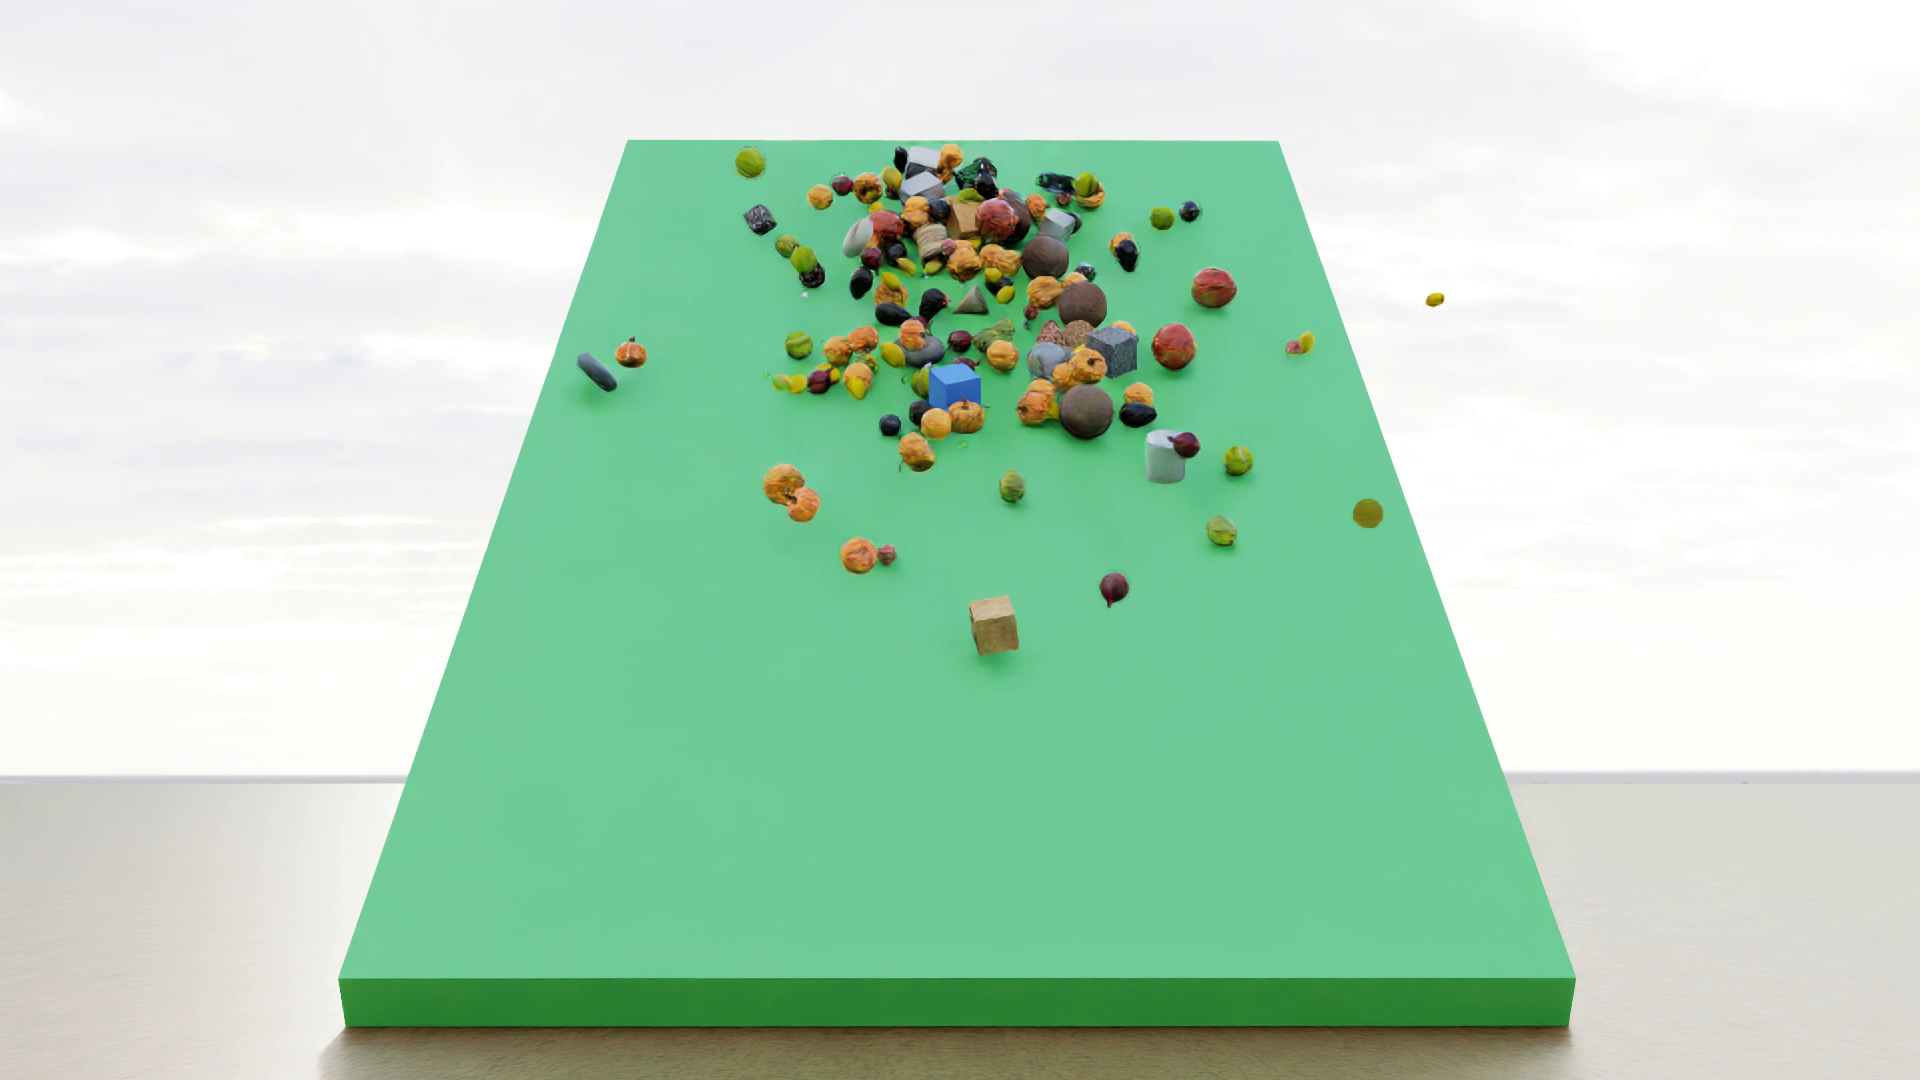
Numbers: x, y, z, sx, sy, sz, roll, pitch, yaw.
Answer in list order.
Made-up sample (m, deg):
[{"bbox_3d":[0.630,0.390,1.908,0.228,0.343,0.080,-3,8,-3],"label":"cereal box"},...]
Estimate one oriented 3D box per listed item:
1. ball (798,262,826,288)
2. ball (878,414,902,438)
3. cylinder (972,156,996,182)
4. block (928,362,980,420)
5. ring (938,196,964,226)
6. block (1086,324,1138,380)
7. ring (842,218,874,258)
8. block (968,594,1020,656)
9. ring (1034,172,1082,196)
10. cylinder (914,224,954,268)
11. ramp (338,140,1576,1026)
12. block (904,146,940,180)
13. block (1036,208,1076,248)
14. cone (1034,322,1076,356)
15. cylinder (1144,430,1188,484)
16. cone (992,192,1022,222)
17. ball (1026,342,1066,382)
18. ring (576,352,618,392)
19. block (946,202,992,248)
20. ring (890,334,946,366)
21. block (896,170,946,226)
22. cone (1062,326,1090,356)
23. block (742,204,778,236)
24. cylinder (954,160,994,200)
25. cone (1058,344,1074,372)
[{"bbox_3d":[-0.390,-0.700,6.343,0.071,0.071,0.071,0,-6,0],"label":"ball"},{"bbox_3d":[-0.162,-0.266,5.578,0.054,0.054,0.054,0,-6,0],"label":"ball"},{"bbox_3d":[0.071,-1.086,7.054,0.062,0.062,0.062,2,28,-16],"label":"cylinder"},{"bbox_3d":[-0.012,-0.353,5.698,0.091,0.091,0.091,-14,32,-23],"label":"block"},{"bbox_3d":[-0.023,-0.914,6.690,0.094,0.094,0.031,-5,12,40],"label":"ring"},{"bbox_3d":[0.373,-0.462,5.899,0.090,0.090,0.090,-24,37,-37],"label":"block"},{"bbox_3d":[-0.270,-0.796,6.322,0.039,0.117,0.117,34,-16,-14],"label":"ring"},{"bbox_3d":[0.066,0.167,4.682,0.079,0.079,0.079,-10,28,-6],"label":"block"},{"bbox_3d":[0.283,-1.025,6.914,0.139,0.046,0.139,11,2,0],"label":"ring"},{"bbox_3d":[-0.071,-0.790,6.453,0.088,0.088,0.088,-14,-22,-6],"label":"cylinder"},{"bbox_3d":[-0.012,-0.217,5.650,2.000,0.100,4.000,0,29,0],"label":"ramp"},{"bbox_3d":[-0.111,-1.062,6.860,0.083,0.083,0.083,12,-46,-8],"label":"block"},{"bbox_3d":[0.262,-0.848,6.532,0.069,0.069,0.069,31,38,15],"label":"block"},{"bbox_3d":[0.251,-0.476,5.963,0.099,0.099,0.099,25,-16,-23],"label":"cone"},{"bbox_3d":[0.463,-0.187,5.400,0.092,0.092,0.092,0,29,0],"label":"cylinder"},{"bbox_3d":[0.155,-0.919,6.751,0.093,0.093,0.093,-3,-20,29],"label":"cone"},{"bbox_3d":[0.210,-0.432,5.835,0.098,0.098,0.098,0,-6,0],"label":"ball"},{"bbox_3d":[-0.867,-0.401,5.728,0.118,0.039,0.118,42,-8,7],"label":"ring"},{"bbox_3d":[0.023,-0.865,6.590,0.087,0.087,0.087,-11,-23,-19],"label":"block"},{"bbox_3d":[-0.105,-0.470,5.956,0.137,0.046,0.137,1,28,0],"label":"ring"},{"bbox_3d":[-0.103,-0.962,6.762,0.100,0.100,0.100,-27,36,-15],"label":"block"},{"bbox_3d":[0.302,-0.504,6.025,0.091,0.091,0.091,-2,16,19],"label":"cone"},{"bbox_3d":[-0.550,-0.881,6.610,0.058,0.058,0.058,-34,-19,15],"label":"block"},{"bbox_3d":[0.040,-1.036,6.902,0.087,0.087,0.087,-26,-4,-4],"label":"cylinder"},{"bbox_3d":[0.238,-0.444,5.925,0.072,0.072,0.072,1,2,-9],"label":"cone"}]
